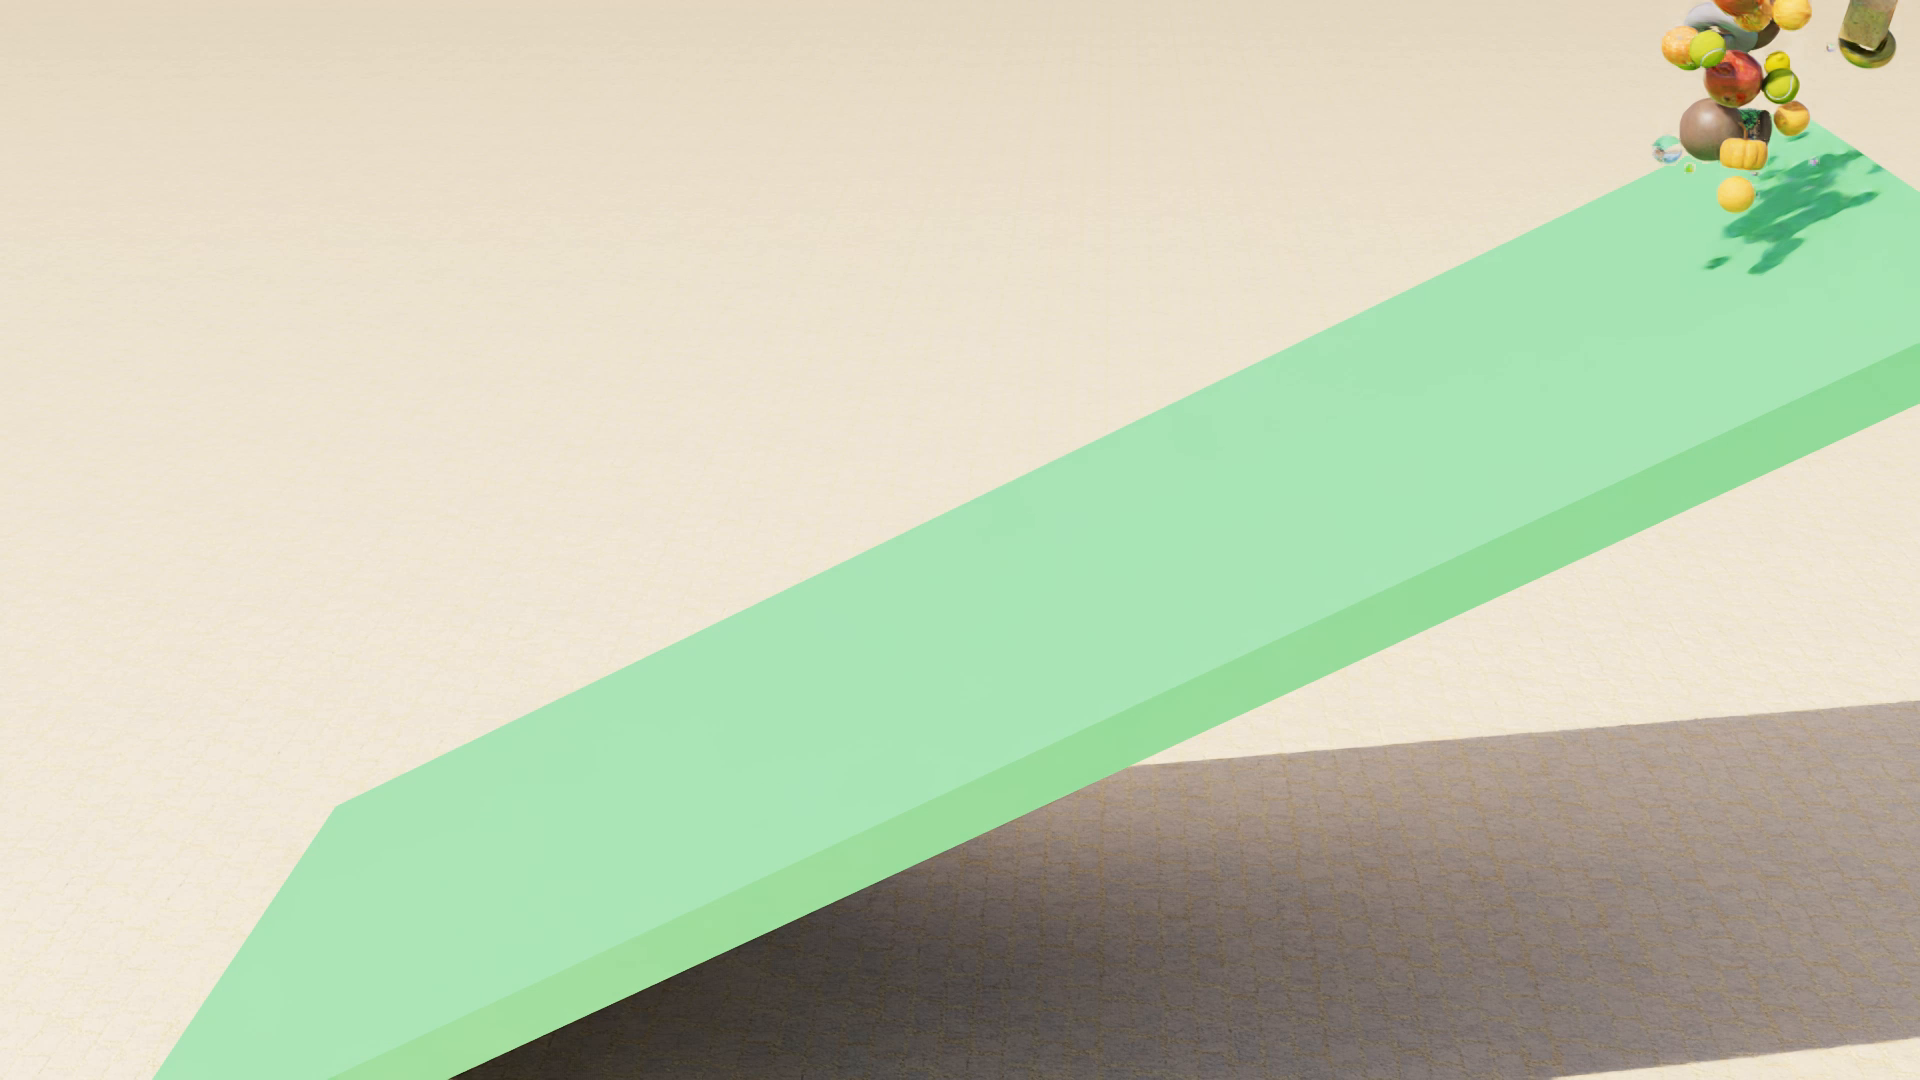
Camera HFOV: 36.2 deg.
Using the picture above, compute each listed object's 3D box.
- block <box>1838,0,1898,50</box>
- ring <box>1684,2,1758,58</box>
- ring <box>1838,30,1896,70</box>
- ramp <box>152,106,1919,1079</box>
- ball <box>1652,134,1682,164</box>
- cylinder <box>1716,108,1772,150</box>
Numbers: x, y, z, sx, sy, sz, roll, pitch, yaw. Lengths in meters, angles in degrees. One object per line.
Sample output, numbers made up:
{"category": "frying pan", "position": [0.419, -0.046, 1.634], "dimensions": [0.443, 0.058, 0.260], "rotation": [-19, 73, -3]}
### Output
{"category": "block", "position": [1.826, -1.048, 5.918], "dimensions": [0.079, 0.079, 0.079], "rotation": [24, 38, 20]}
{"category": "ring", "position": [1.532, -1.026, 5.921], "dimensions": [0.150, 0.150, 0.050], "rotation": [10, 63, 30]}
{"category": "ring", "position": [1.845, -1.007, 5.978], "dimensions": [0.117, 0.039, 0.117], "rotation": [1, 60, -1]}
{"category": "ramp", "position": [0.140, 0.168, 6.281], "dimensions": [4.000, 0.100, 2.000], "rotation": [-26, 14, 10]}
{"category": "ball", "position": [1.386, -0.765, 5.763], "dimensions": [0.058, 0.058, 0.058], "rotation": [0, 17, 0]}
{"category": "cylinder", "position": [1.612, -0.845, 6.047], "dimensions": [0.083, 0.083, 0.083], "rotation": [9, 18, 40]}
